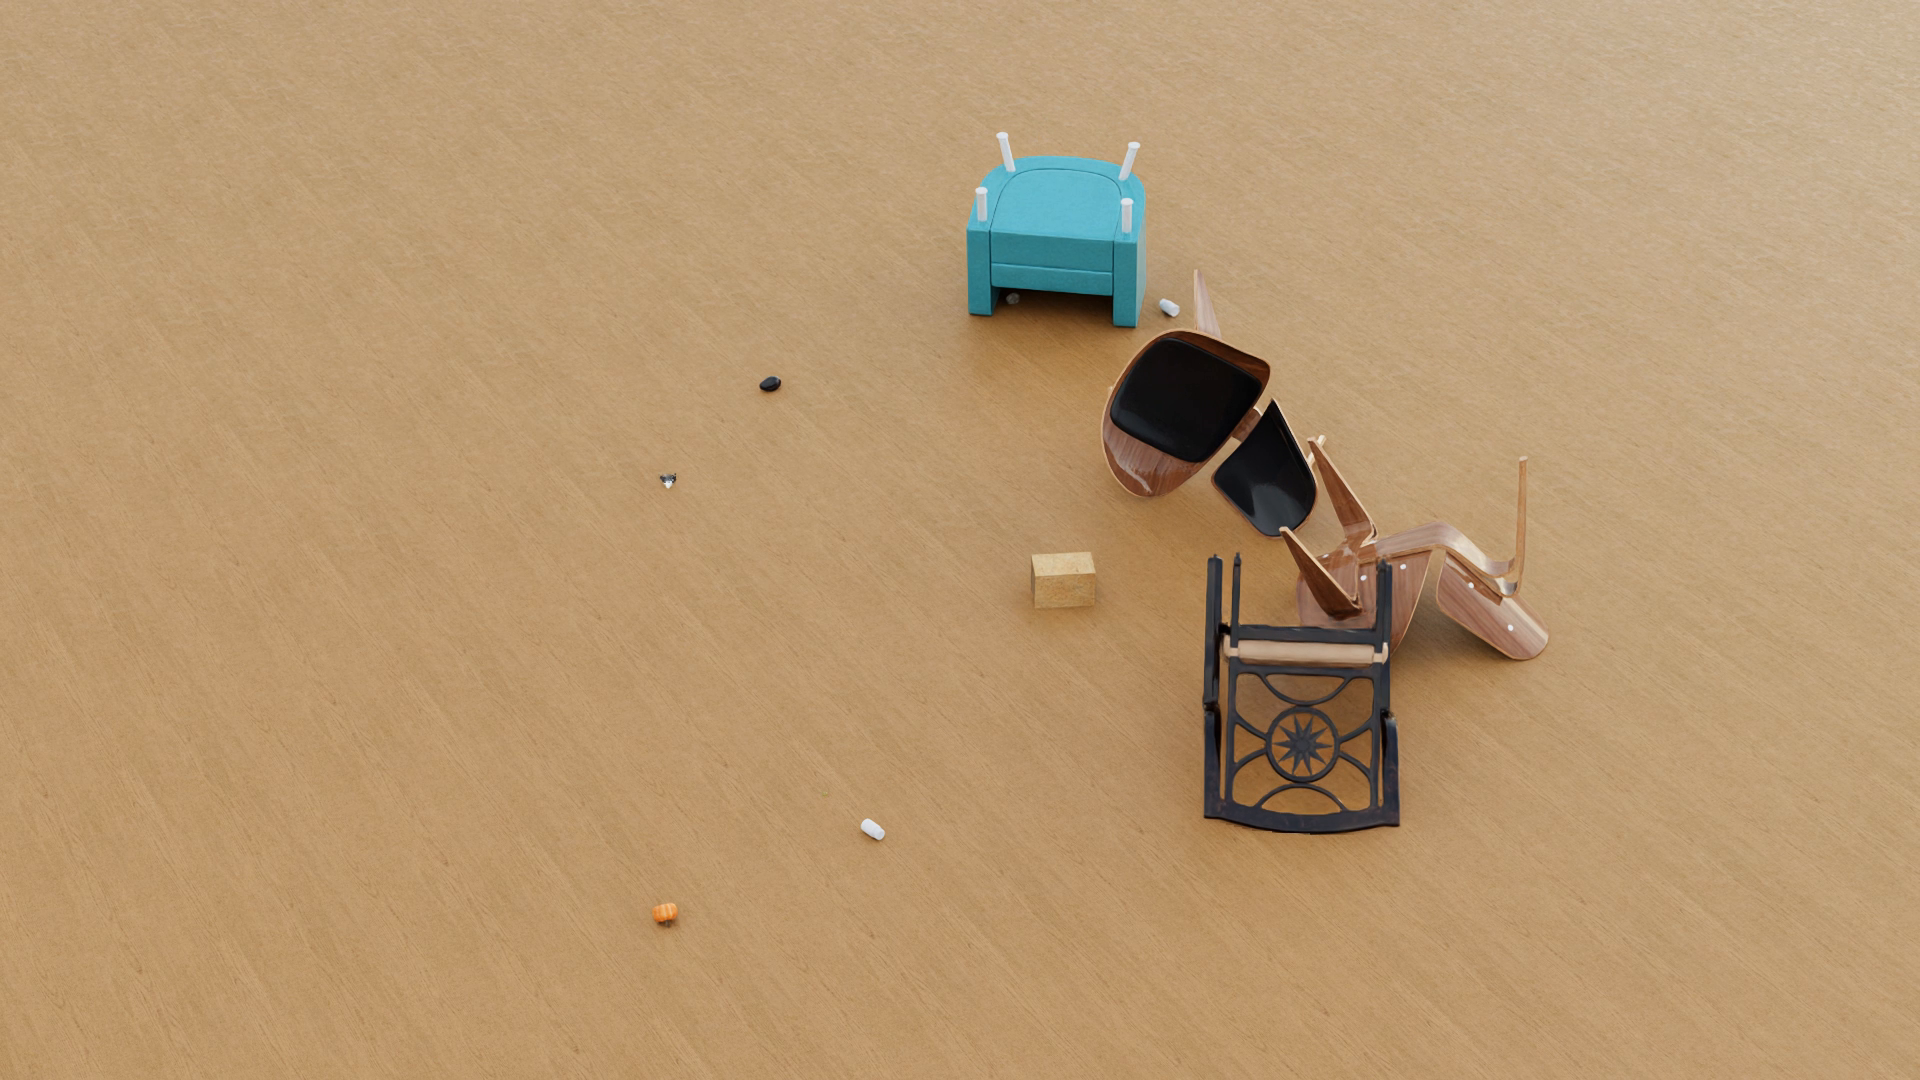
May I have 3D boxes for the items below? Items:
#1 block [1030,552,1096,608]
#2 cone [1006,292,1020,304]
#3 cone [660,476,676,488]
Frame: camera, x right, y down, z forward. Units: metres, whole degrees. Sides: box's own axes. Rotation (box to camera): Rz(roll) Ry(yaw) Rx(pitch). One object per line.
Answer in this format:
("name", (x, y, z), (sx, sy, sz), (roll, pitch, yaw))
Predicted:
("block", (0.372, 0.145, 10.596), (0.216, 0.141, 0.138), (-3, 33, -4))
("cone", (0.213, -1.033, 12.491), (0.062, 0.047, 0.063), (-15, 16, -20))
("cone", (-1.120, -0.217, 11.253), (0.068, 0.050, 0.047), (5, 64, -17))
